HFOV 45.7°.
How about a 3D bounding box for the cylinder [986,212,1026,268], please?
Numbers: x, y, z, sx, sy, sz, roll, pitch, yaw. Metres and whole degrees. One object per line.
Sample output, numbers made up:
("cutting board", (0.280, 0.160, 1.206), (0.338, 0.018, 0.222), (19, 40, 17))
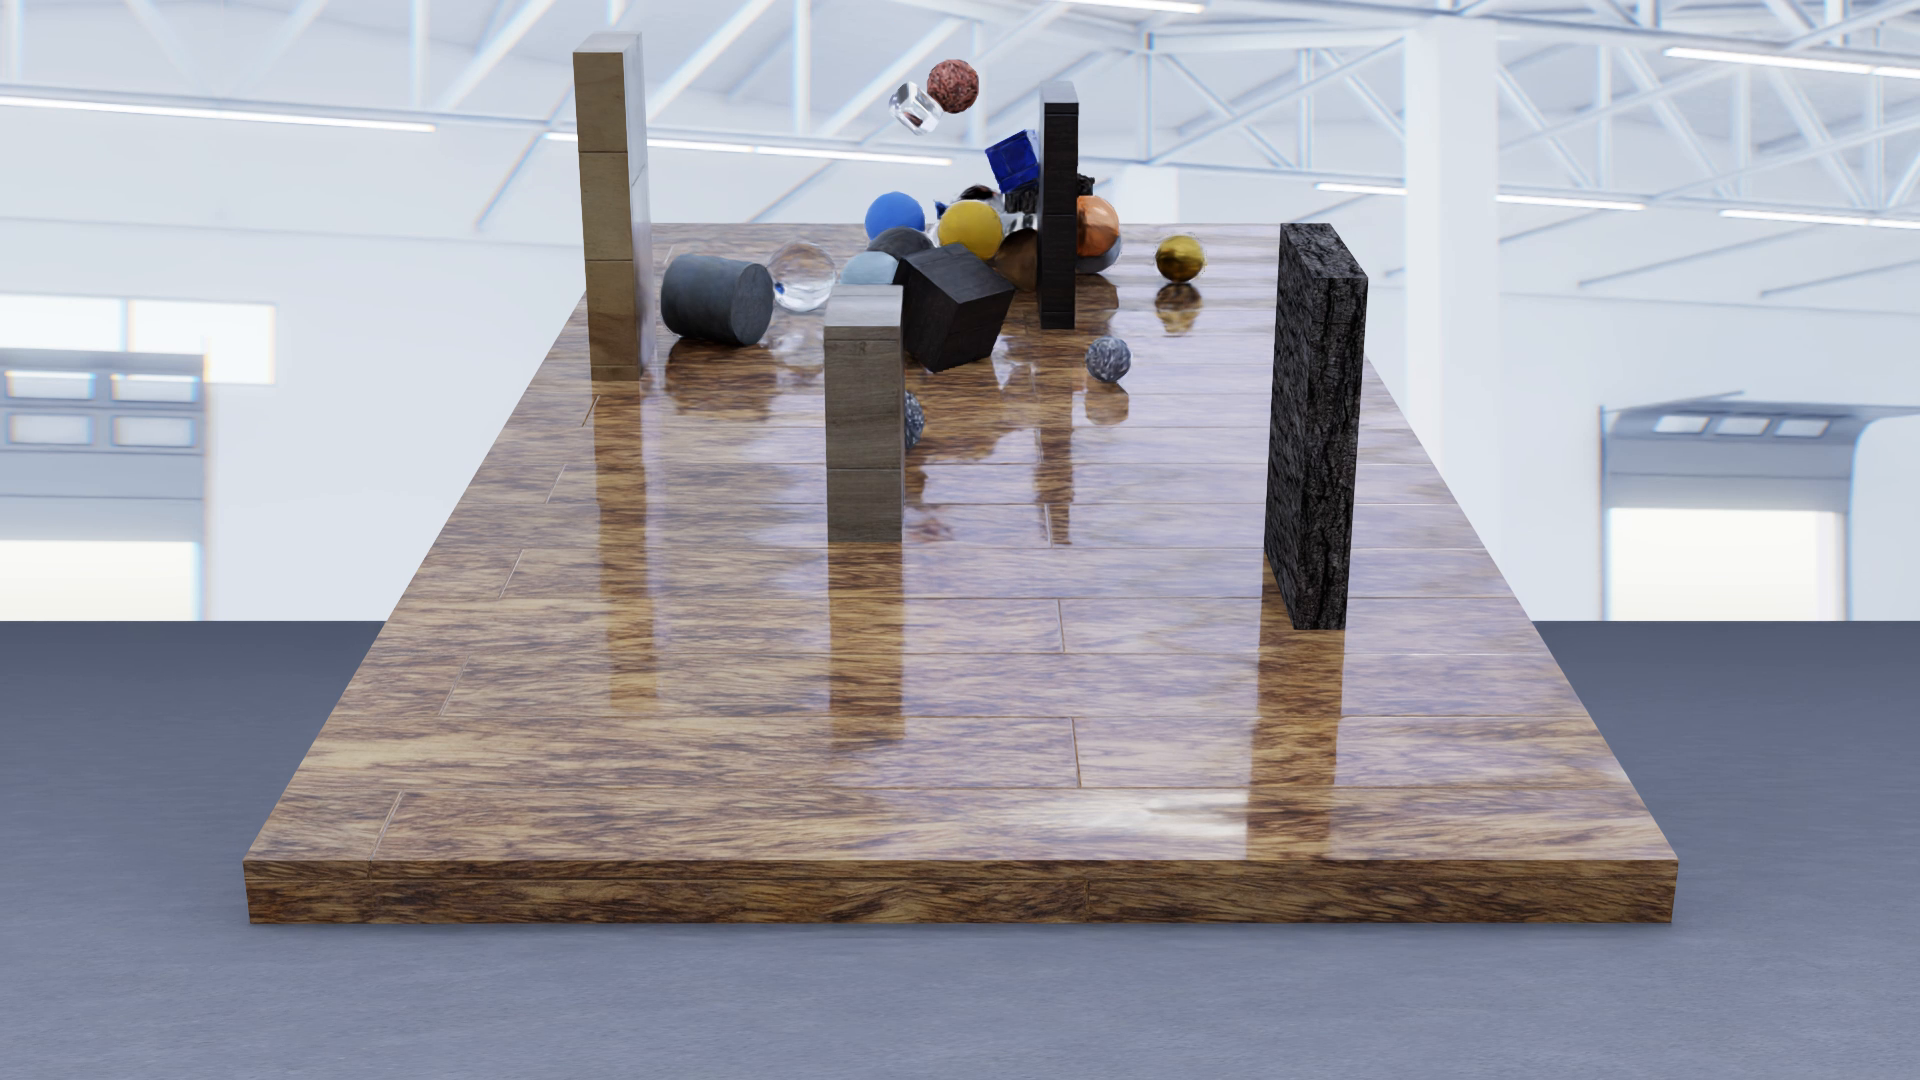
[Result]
("cylinder", (0.111, -0.837, 6.371), (0.146, 0.146, 0.146), (-9, 2, -23))

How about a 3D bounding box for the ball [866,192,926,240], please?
("ball", (-0.186, -0.910, 6.525), (0.173, 0.173, 0.173), (0, -2, 0))

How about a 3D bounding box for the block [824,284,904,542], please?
("block", (-0.182, -0.249, 4.409), (0.141, 0.425, 0.309), (0, 21, 0))

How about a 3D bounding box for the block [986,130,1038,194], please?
("block", (0.167, -1.011, 6.091), (0.128, 0.128, 0.128), (-22, -2, 25))

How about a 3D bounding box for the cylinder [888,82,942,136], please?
("cylinder", (-0.125, -1.200, 6.340), (0.107, 0.107, 0.107), (-2, -26, 45))

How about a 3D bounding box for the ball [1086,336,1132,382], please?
("ball", (0.347, -0.424, 5.328), (0.108, 0.108, 0.108), (0, -2, 0))

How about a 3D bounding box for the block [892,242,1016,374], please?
("block", (-0.033, -0.558, 5.457), (0.202, 0.202, 0.202), (-21, 53, -44))

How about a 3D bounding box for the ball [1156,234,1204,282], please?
("ball", (0.600, -0.770, 6.211), (0.134, 0.134, 0.134), (0, -2, 0))

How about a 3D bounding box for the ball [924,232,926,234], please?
("ball", (-0.105, -0.798, 6.311), (0.114, 0.114, 0.114), (0, -2, 0))

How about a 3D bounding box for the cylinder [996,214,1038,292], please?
("cylinder", (0.192, -0.780, 6.177), (0.175, 0.175, 0.175), (0, 20, 7))

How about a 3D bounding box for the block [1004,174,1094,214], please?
("block", (0.259, -0.980, 6.680), (0.181, 0.181, 0.181), (-17, 30, -41))

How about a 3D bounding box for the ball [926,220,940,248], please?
("ball", (-0.014, -0.790, 6.194), (0.182, 0.182, 0.182), (0, -2, 0))

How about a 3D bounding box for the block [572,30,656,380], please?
("block", (-0.809, -0.790, 5.365), (0.112, 0.762, 0.337), (0, 21, 0))

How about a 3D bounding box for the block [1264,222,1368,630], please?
("block", (0.623, -0.208, 4.022), (0.089, 0.624, 0.406), (0, 21, 0))

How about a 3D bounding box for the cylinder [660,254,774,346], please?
("cylinder", (-0.601, -0.598, 5.645), (0.203, 0.203, 0.203), (11, 3, 25))

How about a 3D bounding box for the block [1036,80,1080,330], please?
("block", (0.248, -0.862, 5.831), (0.085, 0.572, 0.334), (0, 21, 0))

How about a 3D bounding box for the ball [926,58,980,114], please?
("ball", (-0.019, -1.343, 6.731), (0.157, 0.157, 0.157), (0, -2, 0))

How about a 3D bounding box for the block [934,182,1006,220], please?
("block", (0.036, -0.912, 6.488), (0.146, 0.146, 0.146), (-24, 29, -20))

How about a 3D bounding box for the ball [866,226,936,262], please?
("ball", (-0.154, -0.727, 6.003), (0.199, 0.199, 0.199), (0, -2, 0))

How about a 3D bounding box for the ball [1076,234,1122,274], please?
("ball", (0.362, -0.822, 6.294), (0.168, 0.168, 0.168), (0, -2, 0))

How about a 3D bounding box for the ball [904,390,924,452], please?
("ball", (-0.148, -0.252, 4.814), (0.146, 0.146, 0.146), (0, -2, 0))

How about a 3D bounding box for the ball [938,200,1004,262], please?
("ball", (0.025, -0.764, 5.653), (0.164, 0.164, 0.164), (0, -2, 0))

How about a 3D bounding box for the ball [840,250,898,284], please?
("ball", (-0.210, -0.619, 5.523), (0.165, 0.165, 0.165), (0, -2, 0))

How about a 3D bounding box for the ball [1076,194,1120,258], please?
("ball", (0.344, -0.839, 6.096), (0.169, 0.169, 0.169), (0, -2, 0))

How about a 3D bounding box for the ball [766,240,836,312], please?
("ball", (-0.413, -0.684, 5.910), (0.183, 0.183, 0.183), (0, -2, 0))

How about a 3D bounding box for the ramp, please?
("ramp", (-0.005, -0.212, 5.058), (2.000, 0.100, 4.000), (0, 21, 0))
